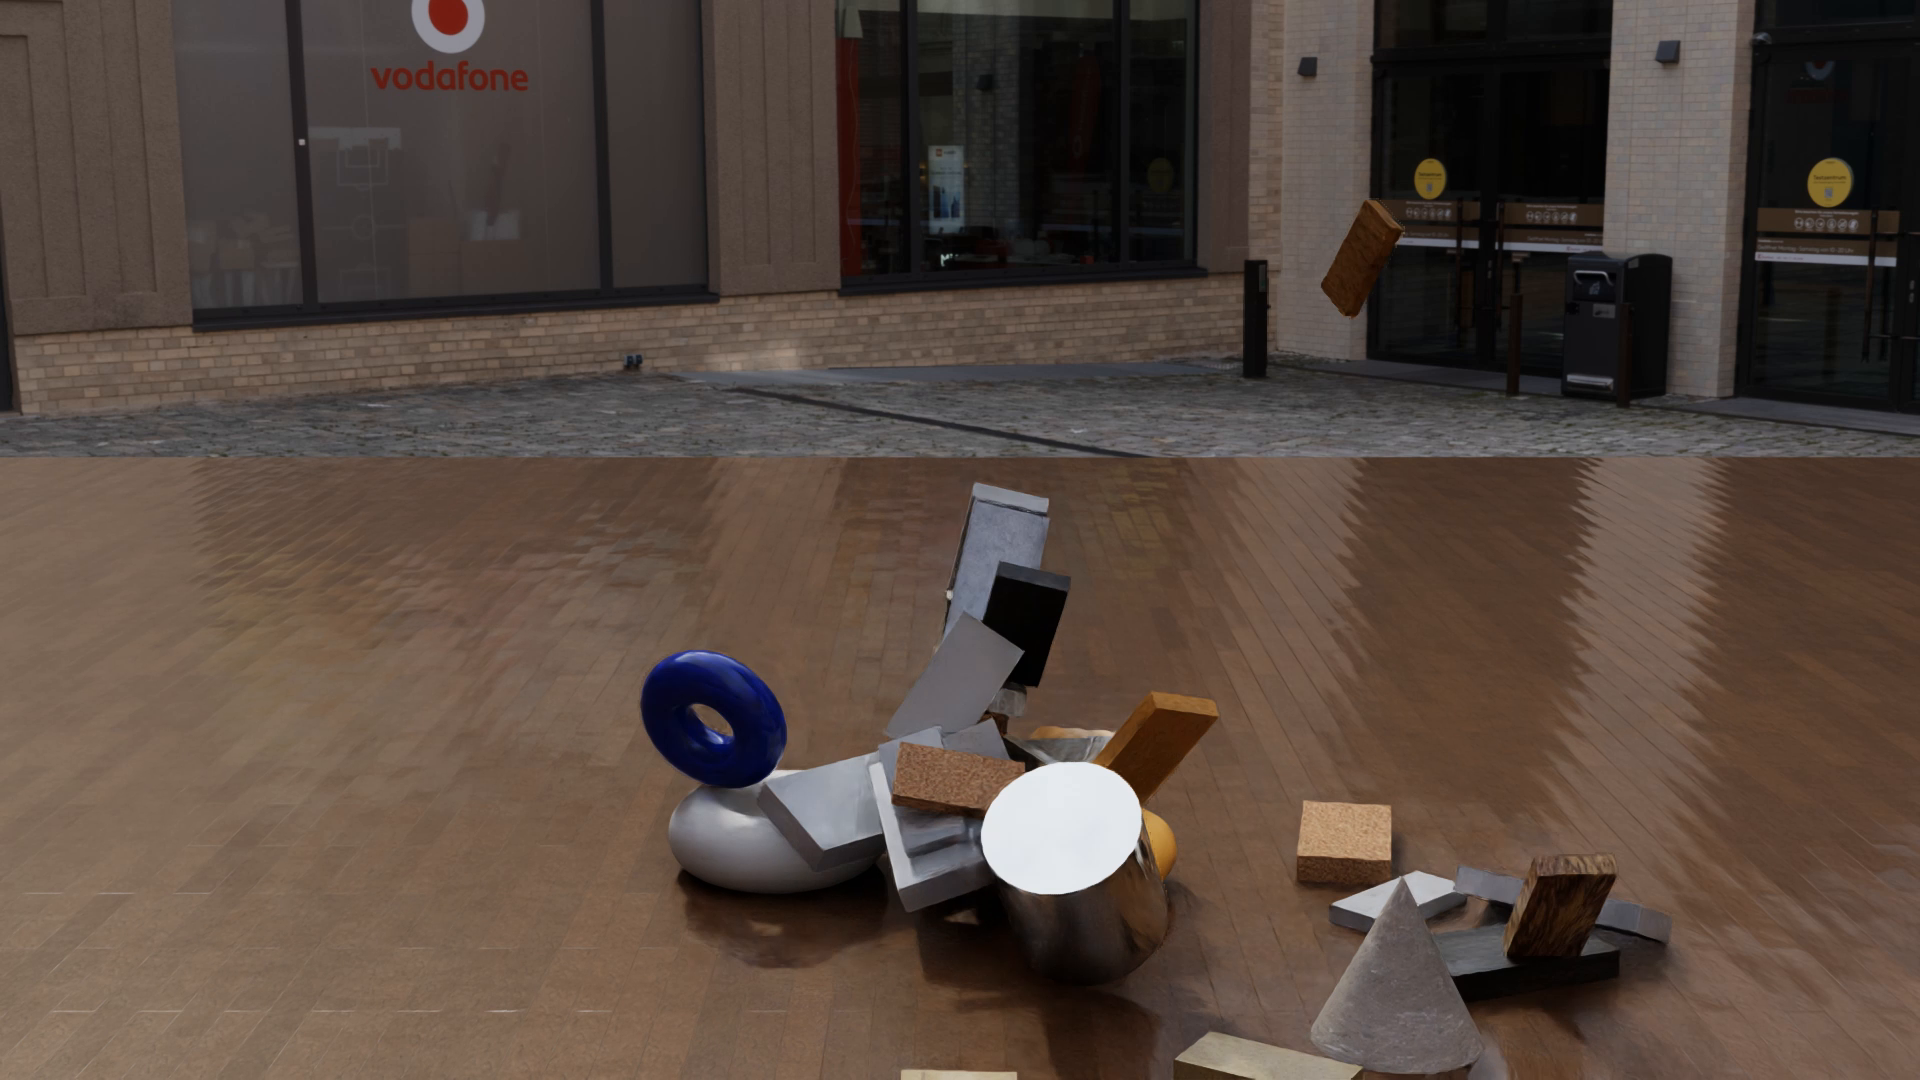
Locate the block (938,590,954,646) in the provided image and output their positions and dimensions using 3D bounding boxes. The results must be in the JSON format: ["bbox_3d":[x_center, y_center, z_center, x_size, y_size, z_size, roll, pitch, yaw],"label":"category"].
[{"bbox_3d":[0.018,0.287,4.004,0.138,0.412,0.039,4,24,-10],"label":"block"}]

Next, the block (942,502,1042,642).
[{"bbox_3d":[0.054,0.082,3.824,0.119,0.294,0.034,14,-26,-1],"label":"block"}]

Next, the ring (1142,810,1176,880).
[{"bbox_3d":[0.218,0.528,3.709,0.297,0.099,0.297,-6,13,1],"label":"ring"}]

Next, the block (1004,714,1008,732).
[{"bbox_3d":[0.003,0.393,3.969,0.149,0.297,0.042,-1,40,-6],"label":"block"}]

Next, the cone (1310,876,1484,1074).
[{"bbox_3d":[0.612,0.581,3.061,0.239,0.239,0.239,0,11,0],"label":"cone"}]

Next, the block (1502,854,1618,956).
[{"bbox_3d":[0.869,0.533,3.196,0.112,0.224,0.032,-1,49,-2],"label":"block"}]

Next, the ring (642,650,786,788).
[{"bbox_3d":[-0.425,0.309,3.781,0.273,0.273,0.091,5,34,24],"label":"ring"}]

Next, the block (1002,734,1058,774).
[{"bbox_3d":[0.116,0.378,3.590,0.021,0.075,0.149,-10,21,-30],"label":"block"}]

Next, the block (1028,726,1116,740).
[{"bbox_3d":[0.143,0.432,3.721,0.173,0.049,0.346,2,29,30],"label":"block"}]

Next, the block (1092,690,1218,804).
[{"bbox_3d":[0.280,0.314,3.295,0.112,0.224,0.032,10,44,-29],"label":"block"}]

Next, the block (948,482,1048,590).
[{"bbox_3d":[0.065,0.025,4.042,0.138,0.276,0.039,13,40,-2],"label":"block"}]

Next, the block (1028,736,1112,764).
[{"bbox_3d":[0.155,0.428,3.610,0.157,0.044,0.313,-4,27,19],"label":"block"}]

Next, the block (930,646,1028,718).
[{"bbox_3d":[0.027,0.241,3.776,0.149,0.042,0.297,13,6,-4],"label":"block"}]

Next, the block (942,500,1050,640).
[{"bbox_3d":[0.062,0.079,3.882,0.138,0.276,0.039,13,-19,-1],"label":"block"}]

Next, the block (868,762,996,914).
[{"bbox_3d":[-0.036,0.451,3.545,0.173,0.049,0.346,-19,29,-1],"label":"block"}]

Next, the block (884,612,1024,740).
[{"bbox_3d":[-0.009,0.249,3.600,0.119,0.238,0.034,34,-3,5],"label":"block"}]

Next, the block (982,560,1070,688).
[{"bbox_3d":[0.097,0.142,3.644,0.119,0.238,0.034,13,44,-2],"label":"block"}]

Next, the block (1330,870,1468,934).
[{"bbox_3d":[0.716,0.591,3.583,0.239,0.029,0.101,-10,14,-42],"label":"block"}]

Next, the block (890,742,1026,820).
[{"bbox_3d":[-0.002,0.382,3.451,0.202,0.029,0.101,10,49,-4],"label":"block"}]

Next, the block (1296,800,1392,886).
[{"bbox_3d":[0.677,0.531,3.867,0.157,0.044,0.313,2,11,11],"label":"block"}]

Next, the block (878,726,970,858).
[{"bbox_3d":[-0.059,0.399,3.488,0.101,0.029,0.202,-18,52,1],"label":"block"}]

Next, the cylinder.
[{"bbox_3d":[0.173,0.496,3.266,0.237,0.237,0.237,-9,44,9],"label":"cylinder"}]

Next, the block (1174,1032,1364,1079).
[{"bbox_3d":[0.410,0.711,2.928,0.224,0.032,0.112,7,12,31],"label":"block"}]

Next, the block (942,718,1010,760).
[{"bbox_3d":[-0.001,0.351,3.562,0.149,0.075,0.021,-22,-7,1],"label":"block"}]

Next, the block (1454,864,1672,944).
[{"bbox_3d":[0.952,0.575,3.477,0.301,0.043,0.150,8,-10,38],"label":"block"}]

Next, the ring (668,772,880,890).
[{"bbox_3d":[-0.312,0.501,3.805,0.382,0.127,0.382,0,12,0],"label":"ring"}]

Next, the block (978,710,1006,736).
[{"bbox_3d":[0.013,0.399,3.837,0.149,0.297,0.042,17,35,35],"label":"block"}]

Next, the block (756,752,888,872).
[{"bbox_3d":[-0.152,0.445,3.708,0.346,0.049,0.173,-10,43,-42],"label":"block"}]

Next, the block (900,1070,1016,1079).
[{"bbox_3d":[-0.009,0.743,2.731,0.150,0.043,0.301,1,11,3],"label":"block"}]

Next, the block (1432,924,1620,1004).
[{"bbox_3d":[0.816,0.633,3.316,0.313,0.044,0.157,-4,11,-21],"label":"block"}]

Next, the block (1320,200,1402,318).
[{"bbox_3d":[0.694,-0.487,3.808,0.026,0.182,0.091,3,39,-29],"label":"block"}]
